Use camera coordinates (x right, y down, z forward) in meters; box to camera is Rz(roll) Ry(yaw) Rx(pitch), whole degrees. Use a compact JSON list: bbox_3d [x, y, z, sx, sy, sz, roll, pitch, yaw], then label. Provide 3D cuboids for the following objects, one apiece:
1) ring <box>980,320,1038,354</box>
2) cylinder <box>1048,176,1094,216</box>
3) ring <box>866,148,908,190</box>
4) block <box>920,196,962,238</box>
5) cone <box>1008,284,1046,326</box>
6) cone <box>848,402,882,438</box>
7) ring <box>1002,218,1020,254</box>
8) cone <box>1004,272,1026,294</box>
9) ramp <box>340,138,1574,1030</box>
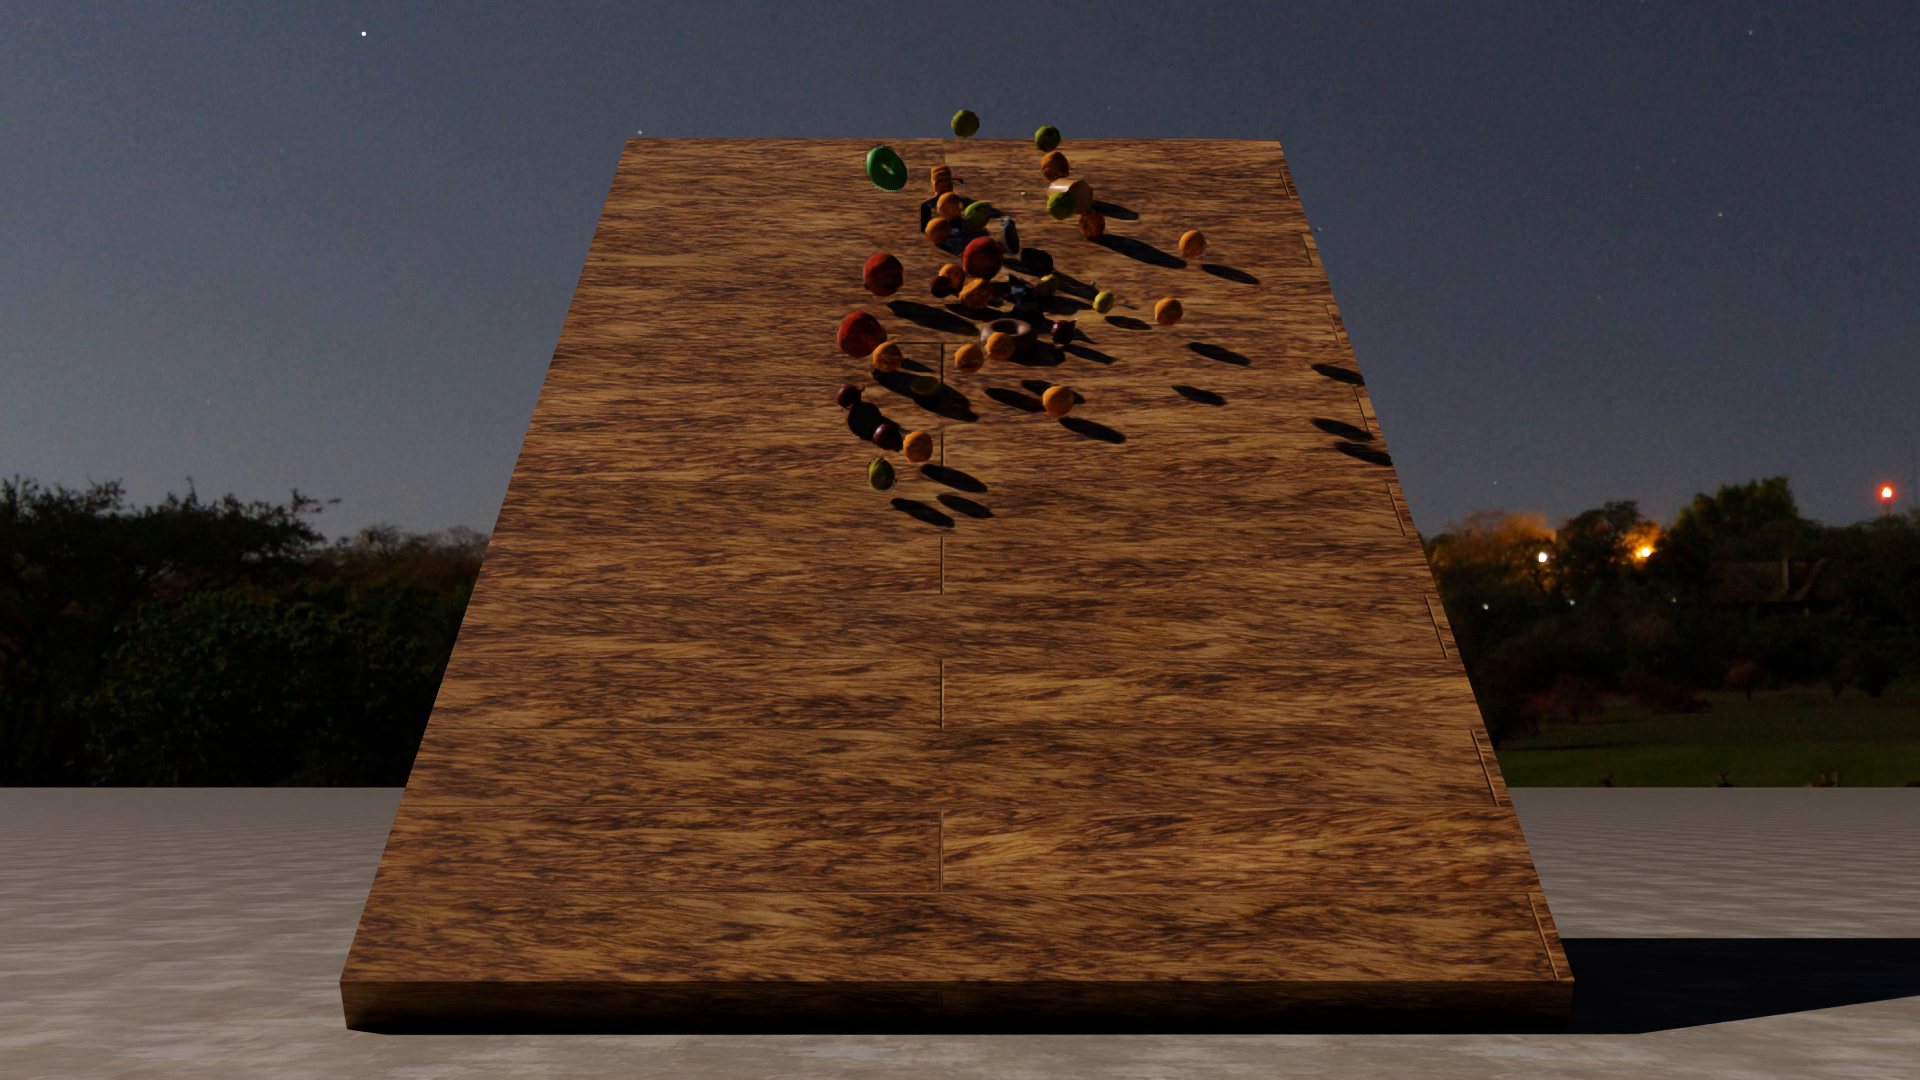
[{"bbox_3d":[0.123,-0.512,6.043,0.146,0.049,0.146,1,29,-1],"label":"ring"},{"bbox_3d":[0.308,-0.957,6.692,0.092,0.092,0.092,3,16,-29],"label":"cylinder"},{"bbox_3d":[-0.209,-1.056,6.839,0.136,0.136,0.045,5,-28,-42],"label":"ring"},{"bbox_3d":[-0.053,-0.900,6.701,0.082,0.082,0.082,20,35,32],"label":"block"},{"bbox_3d":[0.172,-0.611,6.168,0.098,0.098,0.098,0,29,0],"label":"cone"},{"bbox_3d":[-0.215,-0.281,5.636,0.082,0.082,0.082,-1,2,9],"label":"cone"},{"bbox_3d":[0.136,-0.817,6.459,0.033,0.100,0.100,-12,-7,8],"label":"ring"},{"bbox_3d":[0.153,-0.653,6.199,0.063,0.063,0.063,18,-5,4],"label":"cone"},{"bbox_3d":[-0.012,-0.216,5.662,2.000,0.100,4.000,0,29,0],"label":"ramp"}]
